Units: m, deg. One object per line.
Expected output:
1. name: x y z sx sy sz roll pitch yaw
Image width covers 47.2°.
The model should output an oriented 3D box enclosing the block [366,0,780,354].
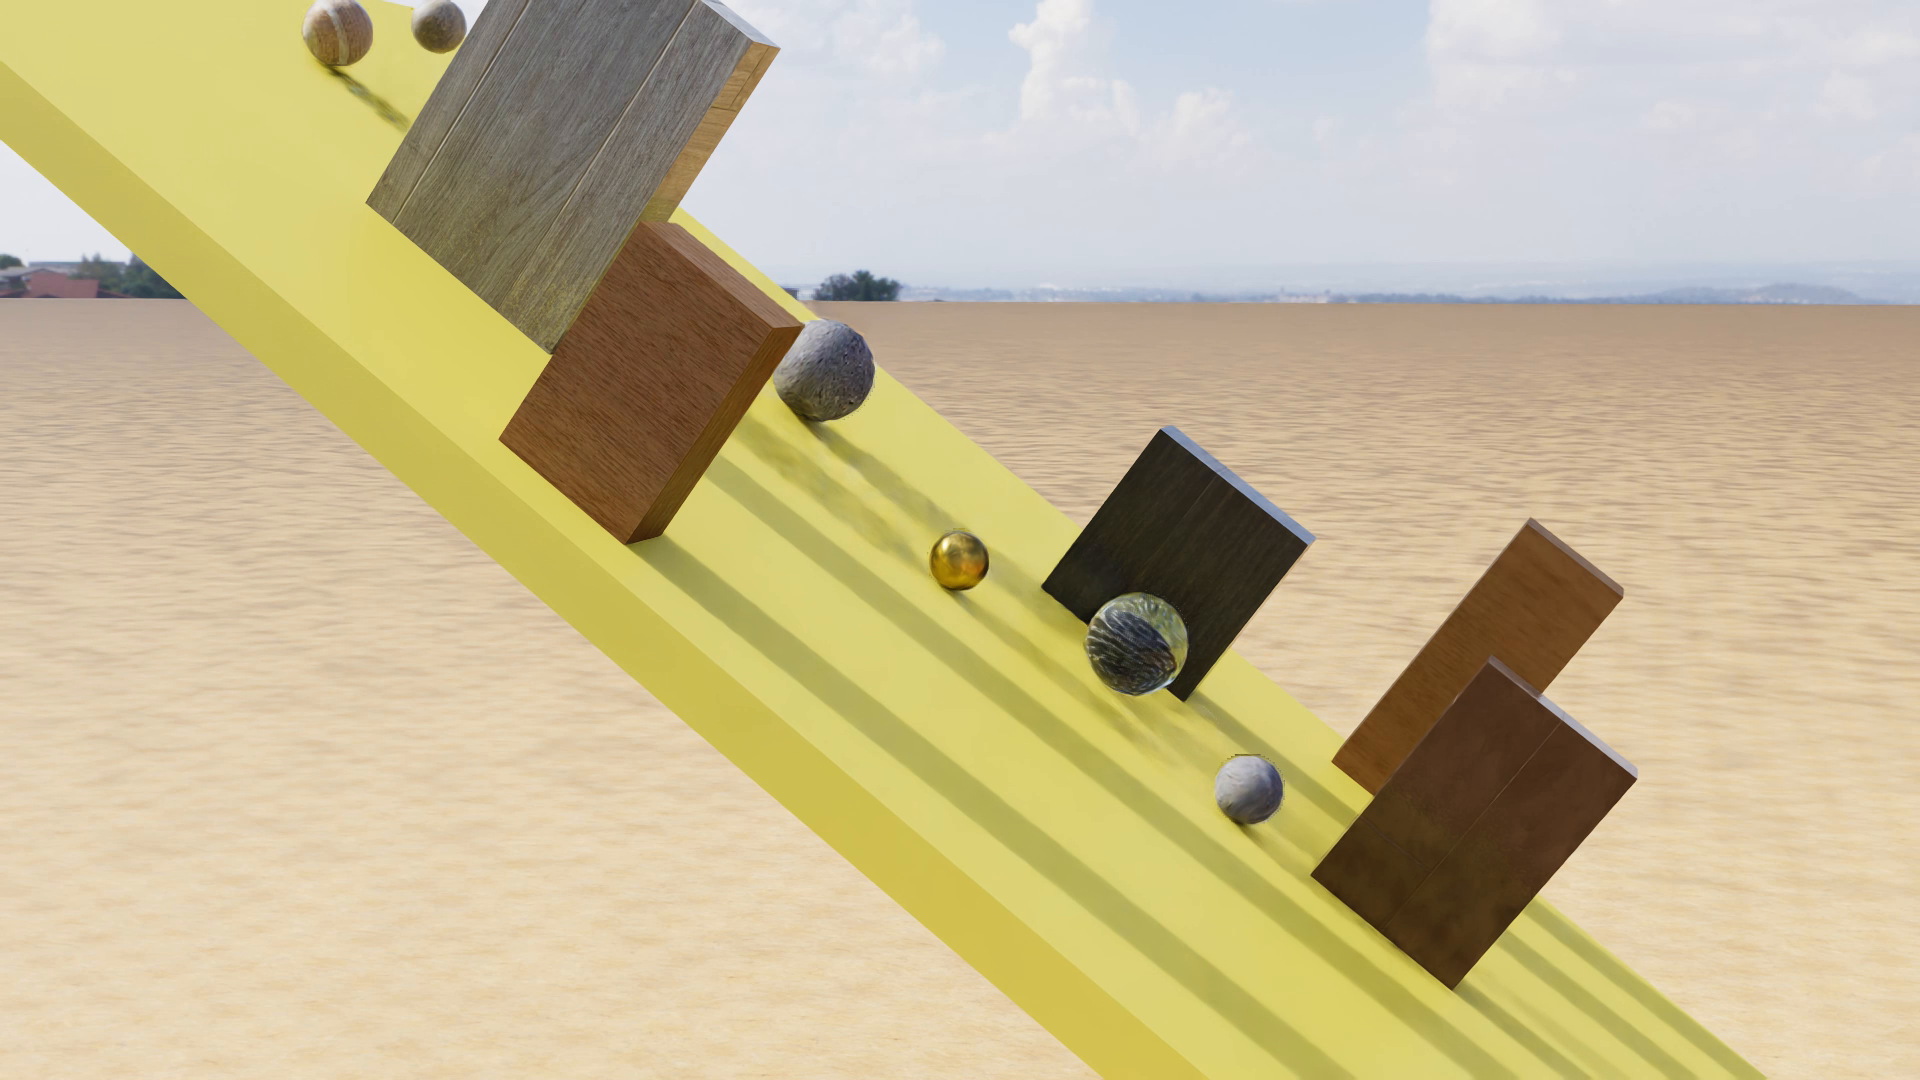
1. block: -0.669 -0.708 3.767 0.435 0.641 0.122 39 16 9

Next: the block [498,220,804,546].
1. block: -0.462 -0.235 3.288 0.256 0.403 0.129 39 16 9

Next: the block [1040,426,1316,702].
1. block: 0.434 0.045 4.382 0.366 0.403 0.121 39 16 9

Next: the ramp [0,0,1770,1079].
1. ramp: -0.057 0.118 4.066 4.000 0.100 2.000 39 16 9

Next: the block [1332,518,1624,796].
1. block: 1.082 0.285 4.610 0.240 0.648 0.141 39 16 9

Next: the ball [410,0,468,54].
1. ball: -1.073 -1.059 4.529 0.113 0.113 0.113 0 7 0

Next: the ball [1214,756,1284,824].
1. ball: 0.514 0.445 3.922 0.122 0.122 0.122 0 7 0

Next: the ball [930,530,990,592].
1. ball: -0.001 0.039 4.021 0.111 0.111 0.111 0 7 0

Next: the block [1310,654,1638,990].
1. block: 0.904 0.500 3.886 0.317 0.503 0.086 39 16 9

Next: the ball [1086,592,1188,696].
1. ball: 0.332 0.195 4.123 0.193 0.193 0.193 0 7 0

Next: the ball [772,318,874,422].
1. ball: -0.271 -0.336 4.355 0.203 0.203 0.203 0 7 0

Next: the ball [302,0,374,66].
1. ball: -1.236 -1.011 4.370 0.138 0.138 0.138 0 7 0
